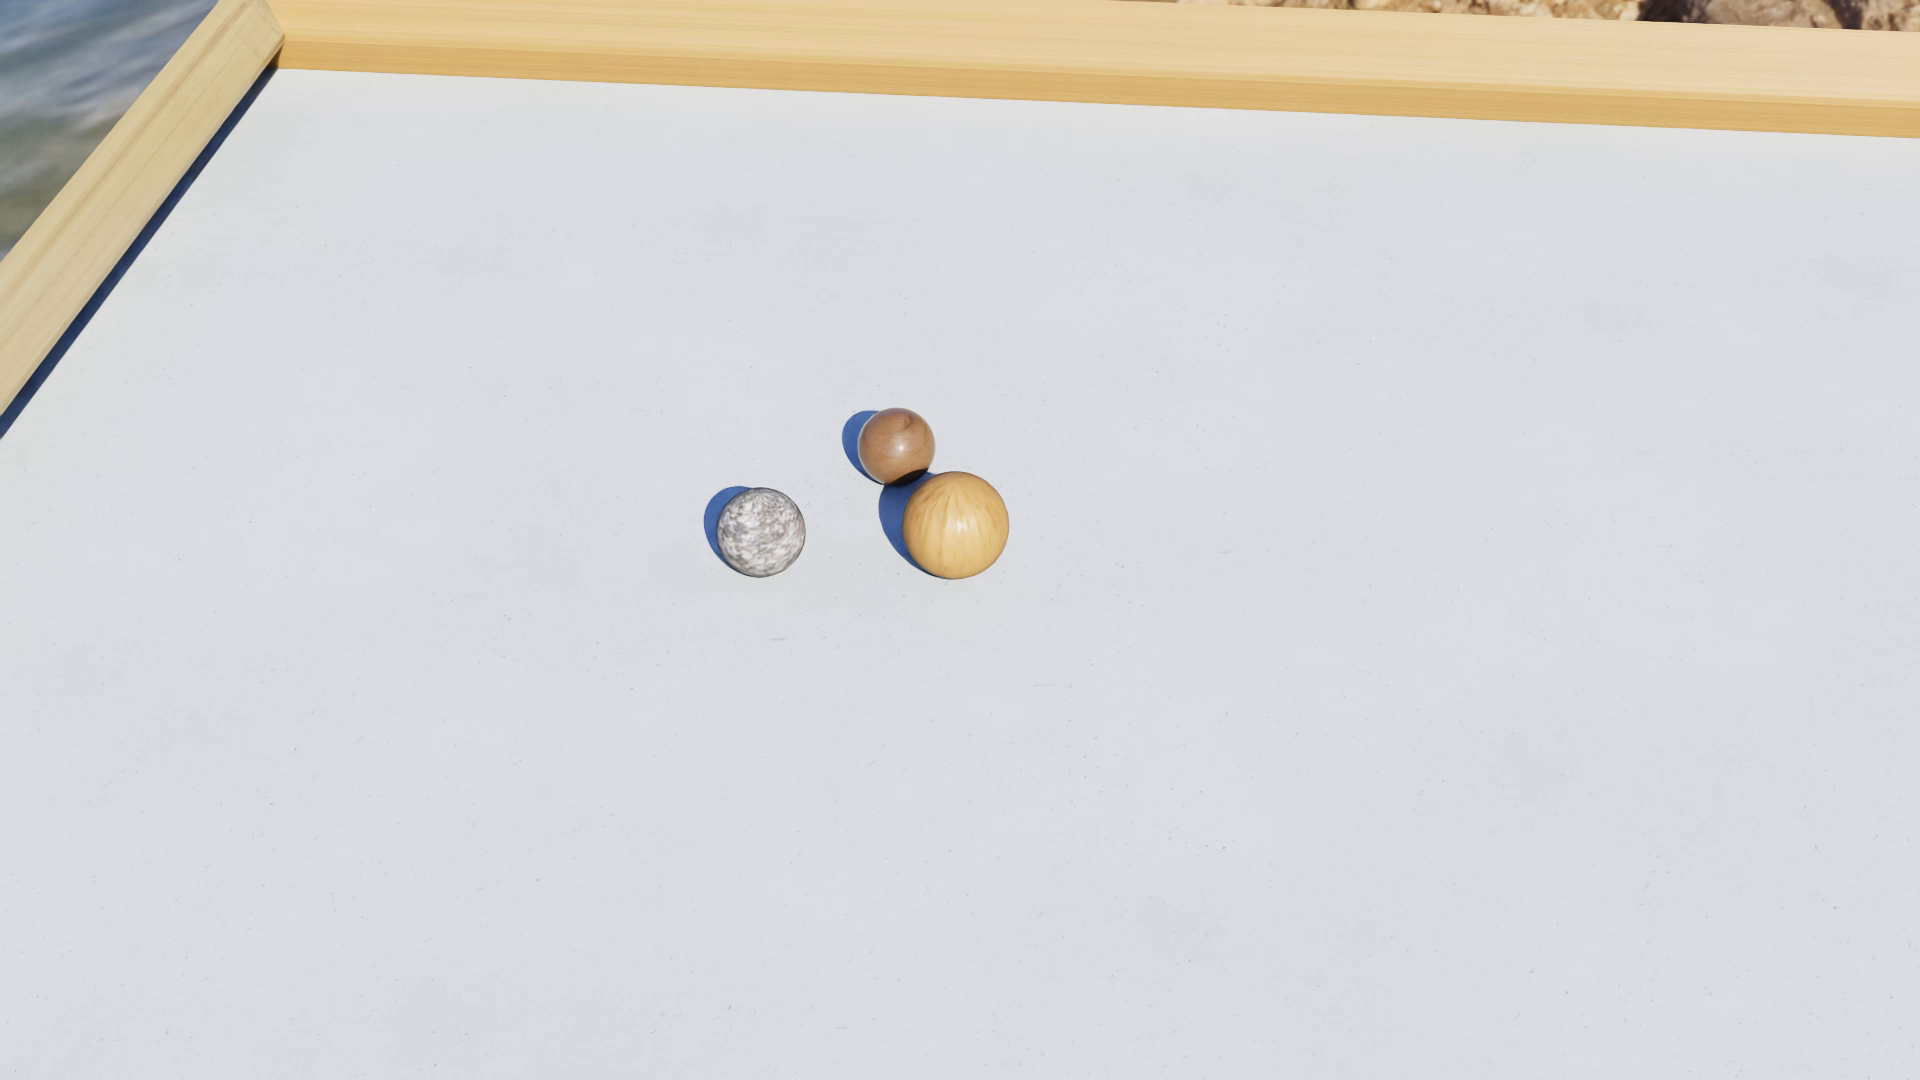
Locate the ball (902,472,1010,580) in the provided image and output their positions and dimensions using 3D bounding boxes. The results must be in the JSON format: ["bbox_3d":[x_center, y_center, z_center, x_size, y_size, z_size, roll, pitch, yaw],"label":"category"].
[{"bbox_3d":[-0.003,-0.011,1.872,0.079,0.079,0.079,0,35,0],"label":"ball"}]

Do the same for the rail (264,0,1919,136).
[{"bbox_3d":[0.868,-0.424,2.437,3.177,0.107,0.045,3,35,5],"label":"rail"}]

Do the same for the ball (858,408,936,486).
[{"bbox_3d":[-0.049,-0.072,1.975,0.061,0.061,0.061,0,35,0],"label":"ball"}]

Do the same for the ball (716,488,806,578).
[{"bbox_3d":[-0.146,-0.006,1.876,0.066,0.066,0.066,0,35,0],"label":"ball"}]

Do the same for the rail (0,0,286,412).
[{"bbox_3d":[-0.767,-0.060,1.916,0.045,0.107,1.634,3,35,5],"label":"rail"}]
